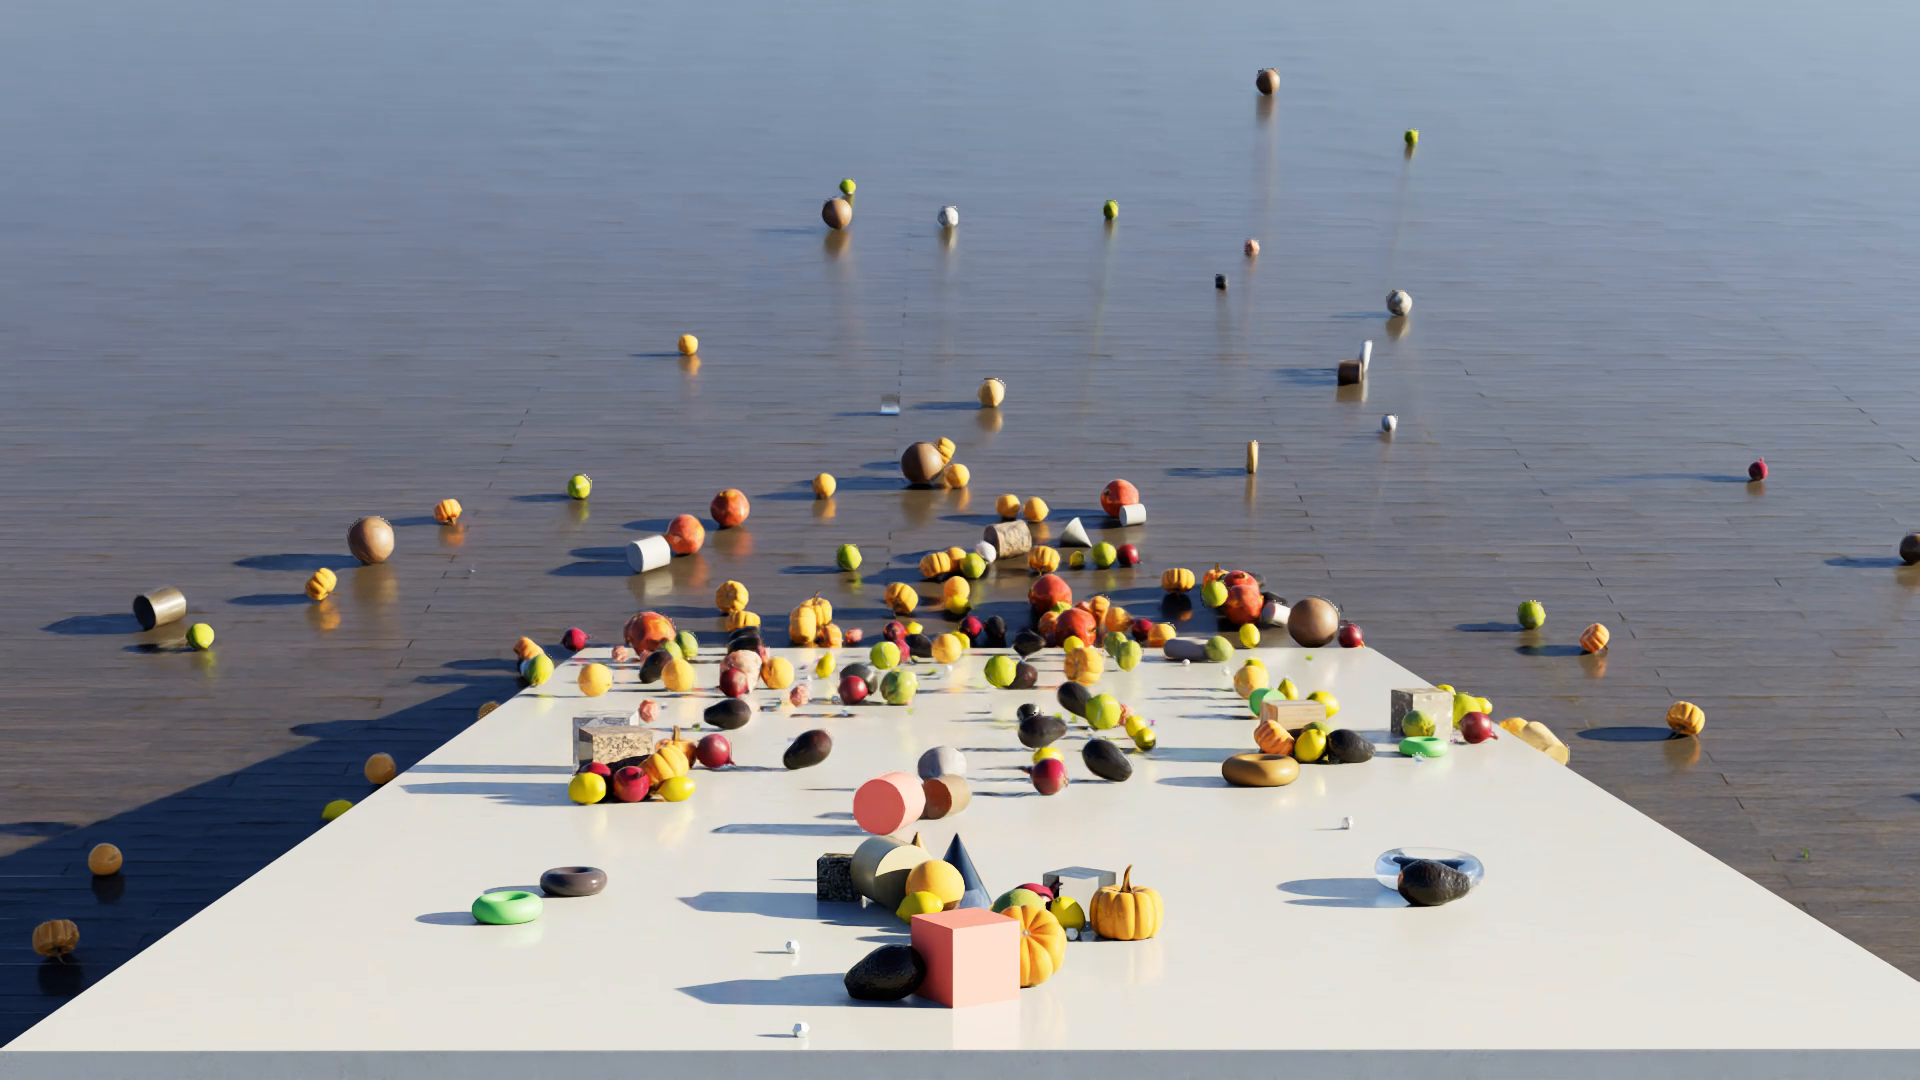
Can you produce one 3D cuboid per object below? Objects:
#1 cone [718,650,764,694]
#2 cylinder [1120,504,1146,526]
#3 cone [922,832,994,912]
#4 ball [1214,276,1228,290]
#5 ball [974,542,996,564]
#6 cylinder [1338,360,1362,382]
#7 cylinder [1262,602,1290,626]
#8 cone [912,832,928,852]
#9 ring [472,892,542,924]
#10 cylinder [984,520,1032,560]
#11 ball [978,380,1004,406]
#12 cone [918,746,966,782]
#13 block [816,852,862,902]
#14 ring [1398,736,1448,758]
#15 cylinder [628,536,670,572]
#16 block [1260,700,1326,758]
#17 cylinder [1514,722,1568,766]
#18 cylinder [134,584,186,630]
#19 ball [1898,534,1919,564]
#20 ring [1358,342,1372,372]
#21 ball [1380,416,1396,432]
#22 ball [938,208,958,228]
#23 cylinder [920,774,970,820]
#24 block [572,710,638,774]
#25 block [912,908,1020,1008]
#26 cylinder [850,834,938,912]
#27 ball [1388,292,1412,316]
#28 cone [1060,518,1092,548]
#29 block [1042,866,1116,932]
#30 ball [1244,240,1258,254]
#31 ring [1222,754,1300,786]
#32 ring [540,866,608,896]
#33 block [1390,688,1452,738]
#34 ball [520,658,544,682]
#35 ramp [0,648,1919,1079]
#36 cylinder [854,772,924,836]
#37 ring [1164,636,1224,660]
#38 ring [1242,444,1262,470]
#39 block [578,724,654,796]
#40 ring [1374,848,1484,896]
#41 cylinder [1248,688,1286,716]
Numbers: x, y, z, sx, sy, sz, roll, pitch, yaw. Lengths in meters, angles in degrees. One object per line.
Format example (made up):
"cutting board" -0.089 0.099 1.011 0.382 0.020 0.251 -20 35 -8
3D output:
"cone" -0.465 0.307 5.575 0.099 0.099 0.099 -6 31 -14
"cylinder" 0.512 -0.074 7.629 0.060 0.060 0.060 -7 22 -18
"cone" -0.004 0.414 3.239 0.095 0.095 0.095 0 3 0
"ball" 1.030 -1.014 10.108 0.056 0.056 0.056 0 21 0
"ball" 0.073 0.037 7.331 0.063 0.063 0.063 0 21 0
"cylinder" 1.361 -0.588 8.962 0.073 0.073 0.073 5 21 13
"cylinder" 0.848 0.199 6.891 0.055 0.055 0.055 17 9 -34
"cone" -0.056 0.418 3.401 0.068 0.068 0.068 0 3 0
"ring" -0.557 0.453 3.161 0.087 0.029 0.087 -1 4 0
"cylinder" 0.137 -0.001 7.379 0.100 0.100 0.100 -10 23 -25
"ball" 0.105 -0.498 8.700 0.091 0.091 0.091 0 21 0
"cone" -0.026 0.391 4.164 0.082 0.082 0.082 -2 30 -5
"block" -0.152 0.433 3.294 0.053 0.053 0.053 1 3 9
"ring" 0.828 0.370 4.594 0.087 0.029 0.087 -1 4 0
"cylinder" -0.883 0.040 7.290 0.087 0.087 0.087 -17 26 -37
"block" 0.598 0.338 4.614 0.091 0.091 0.091 -1 3 -13
"cylinder" 1.131 0.410 5.015 0.079 0.079 0.079 -9 36 -23
"cylinder" -2.150 0.181 6.906 0.096 0.096 0.096 16 26 35
"ball" 2.726 0.024 7.336 0.086 0.086 0.086 0 21 0
"ring" 1.426 -0.648 9.069 0.037 0.111 0.111 12 23 10
"ball" 1.410 -0.383 8.454 0.052 0.052 0.052 0 21 0
"ball" -0.051 -1.385 11.040 0.088 0.088 0.088 0 21 0
"cylinder" -0.025 0.392 3.923 0.062 0.062 0.062 11 8 27
"block" -0.607 0.347 4.406 0.098 0.098 0.098 0 3 1
"block" 0.006 0.447 2.755 0.085 0.085 0.085 -2 4 -32
"cylinder" -0.084 0.420 3.237 0.084 0.084 0.084 -9 7 -23
"ball" 1.669 -0.898 9.752 0.092 0.092 0.092 0 21 0
"cone" 0.350 -0.004 7.472 0.087 0.087 0.087 37 33 15
"block" 0.145 0.436 3.125 0.064 0.064 0.064 3 4 40
"ball" 1.204 -1.208 10.611 0.061 0.061 0.061 0 21 0
"ring" 0.499 0.382 4.268 0.130 0.043 0.130 -1 3 0
"ring" -0.501 0.442 3.332 0.088 0.029 0.088 0 2 0
"block" 0.873 0.327 4.861 0.084 0.084 0.084 -1 3 -20
"ball" -1.093 0.331 6.563 0.060 0.060 0.060 0 21 0
"ramp" 0.048 0.438 4.532 2.000 0.100 4.000 0 3 0
"cylinder" -0.105 0.389 3.798 0.082 0.082 0.082 8 6 19
"ring" 0.570 0.265 6.265 0.150 0.050 0.150 0 2 0
"ring" 0.916 -0.259 8.067 0.031 0.094 0.094 33 29 10
"block" -0.561 0.359 4.191 0.099 0.099 0.099 -1 4 -22
"ring" 0.612 0.432 3.349 0.143 0.048 0.143 1 2 0
"cylinder" 0.614 0.325 5.126 0.057 0.057 0.057 -8 5 -19
